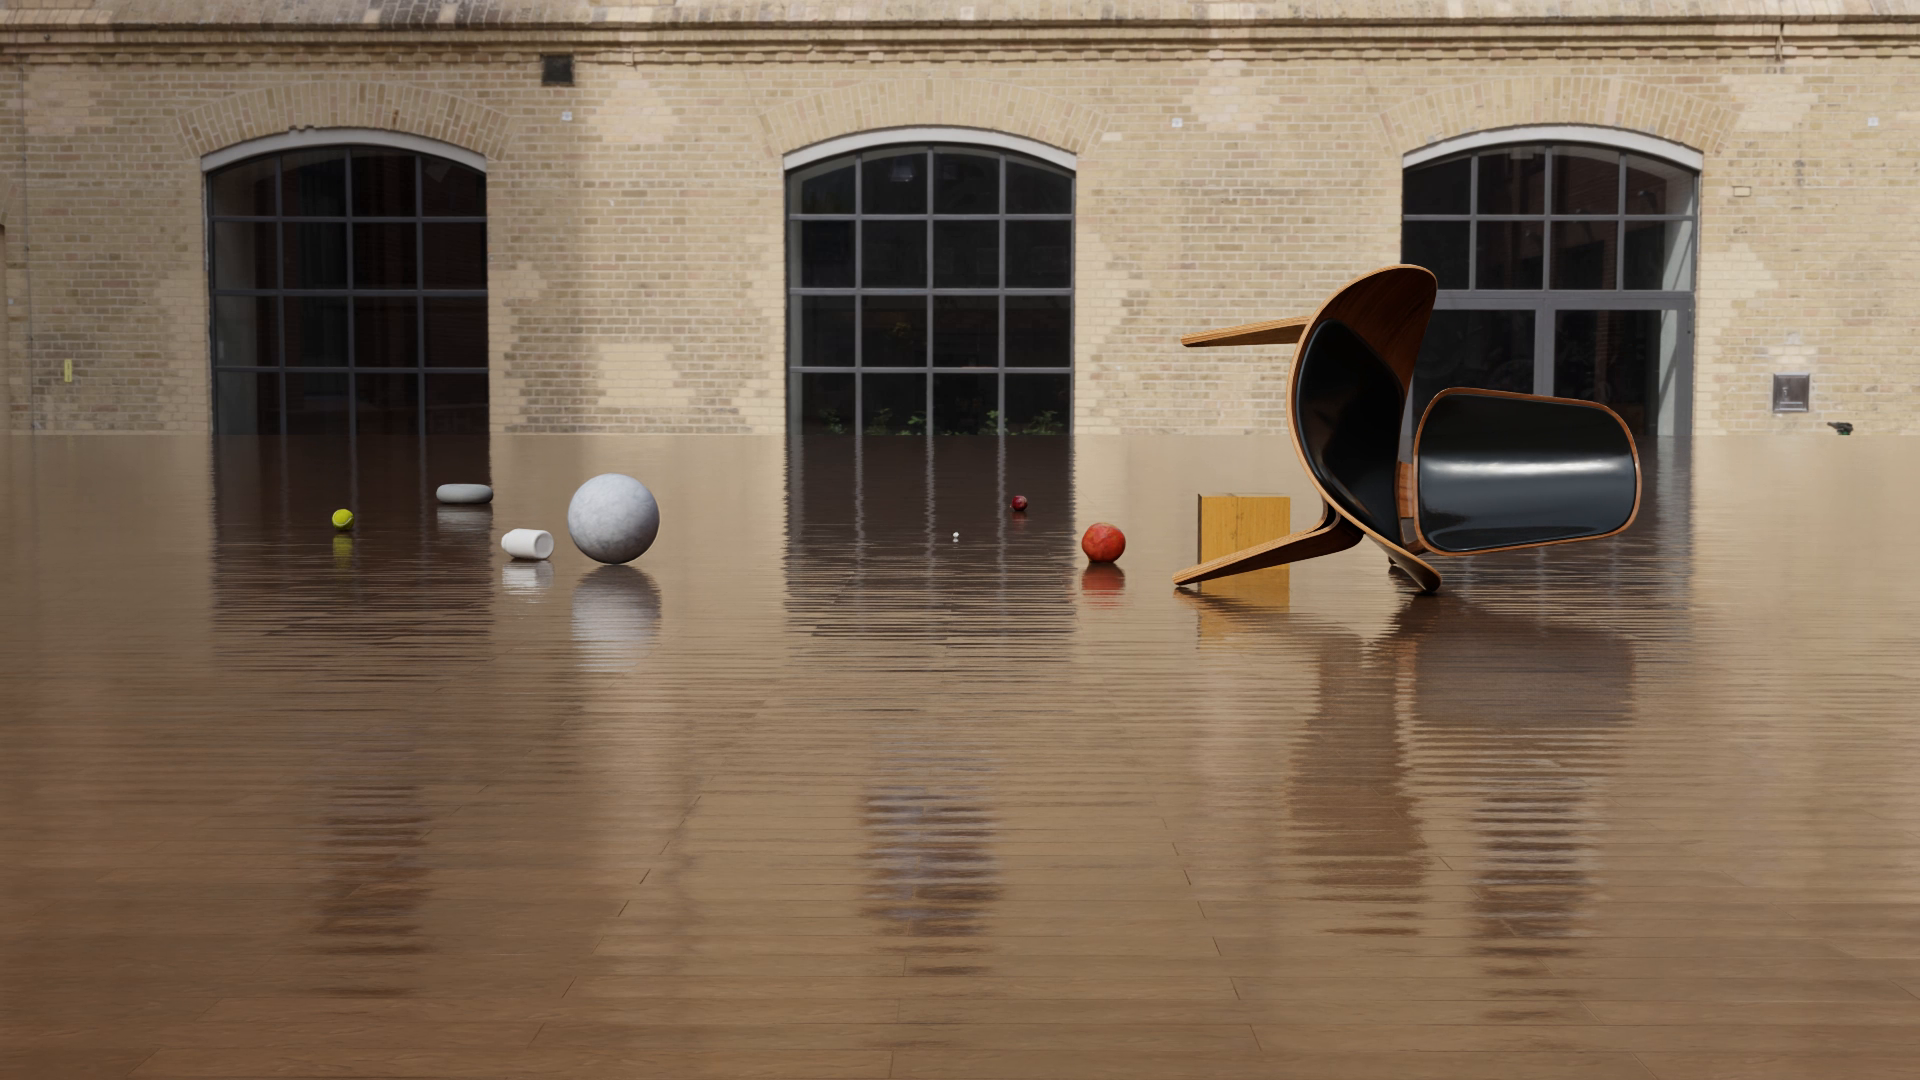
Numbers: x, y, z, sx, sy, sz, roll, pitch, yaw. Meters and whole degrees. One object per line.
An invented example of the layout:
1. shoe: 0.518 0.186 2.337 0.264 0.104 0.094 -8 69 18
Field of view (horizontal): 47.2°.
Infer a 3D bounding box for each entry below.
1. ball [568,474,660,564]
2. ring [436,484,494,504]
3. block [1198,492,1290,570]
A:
1. ball: -0.888 -0.054 5.634 0.234 0.234 0.234 0 4 0
2. ring: -1.948 -0.180 8.652 0.217 0.072 0.271 -1 5 -25
3. block: 0.718 -0.024 5.584 0.219 0.180 0.204 0 4 3
